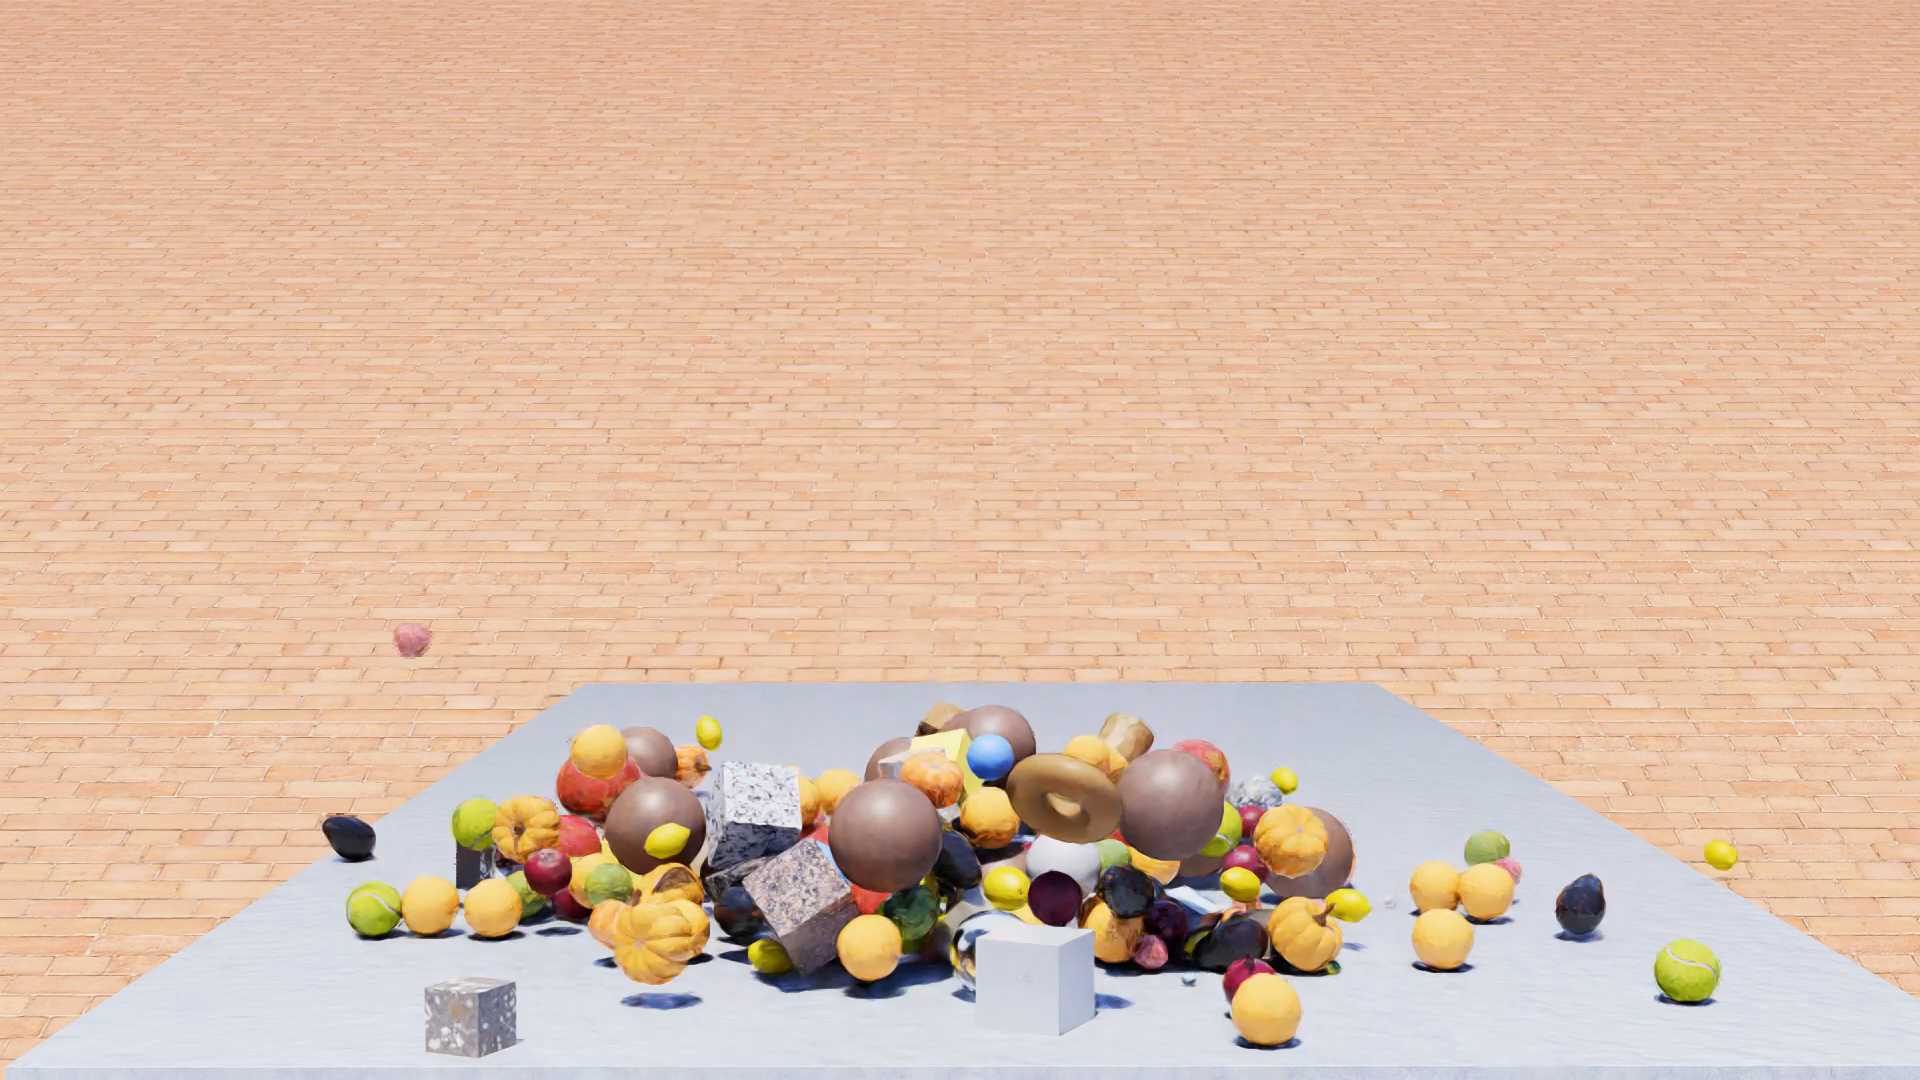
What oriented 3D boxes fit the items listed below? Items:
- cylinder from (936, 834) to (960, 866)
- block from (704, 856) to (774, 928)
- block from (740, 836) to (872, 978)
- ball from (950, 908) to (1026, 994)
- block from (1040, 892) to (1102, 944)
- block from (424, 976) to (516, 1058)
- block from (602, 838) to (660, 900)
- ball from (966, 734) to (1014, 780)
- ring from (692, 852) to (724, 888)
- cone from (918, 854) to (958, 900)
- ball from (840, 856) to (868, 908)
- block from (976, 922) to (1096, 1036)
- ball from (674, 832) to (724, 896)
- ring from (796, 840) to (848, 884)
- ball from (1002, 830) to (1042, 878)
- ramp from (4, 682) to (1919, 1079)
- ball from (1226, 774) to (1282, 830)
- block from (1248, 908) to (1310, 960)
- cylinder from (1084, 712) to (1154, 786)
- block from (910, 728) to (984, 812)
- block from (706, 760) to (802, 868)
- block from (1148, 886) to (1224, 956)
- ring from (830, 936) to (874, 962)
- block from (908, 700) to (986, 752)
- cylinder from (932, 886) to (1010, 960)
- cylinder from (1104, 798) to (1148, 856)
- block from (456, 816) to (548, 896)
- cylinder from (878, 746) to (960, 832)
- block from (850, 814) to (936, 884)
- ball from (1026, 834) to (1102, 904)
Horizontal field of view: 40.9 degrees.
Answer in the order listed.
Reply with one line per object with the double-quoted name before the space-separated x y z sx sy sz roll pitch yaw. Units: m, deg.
"cylinder" -0.038 0.446 3.676 0.053 0.053 0.053 -15 13 -31
"block" -0.261 0.431 3.152 0.064 0.064 0.064 -22 4 -37
"block" -0.174 0.416 2.922 0.094 0.094 0.094 -32 50 -11
"ball" 0.037 0.458 2.850 0.098 0.098 0.098 0 24 0
"block" 0.137 0.465 3.177 0.058 0.058 0.058 -1 2 -20
"block" -0.497 0.484 2.616 0.065 0.065 0.065 1 2 25
"block" -0.444 0.443 3.467 0.075 0.075 0.075 0 -2 -5
"ball" 0.041 0.298 3.537 0.065 0.065 0.065 0 24 0
"ring" -0.299 0.454 3.573 0.149 0.050 0.149 -3 2 0
"cone" -0.016 0.413 3.097 0.050 0.050 0.050 -32 -4 -3
"ball" -0.159 0.448 3.316 0.081 0.081 0.081 0 24 0
"block" 0.080 0.464 2.726 0.095 0.095 0.095 1 2 26
"ball" -0.343 0.436 3.470 0.084 0.084 0.084 0 24 0
"ring" -0.184 0.427 3.256 0.102 0.102 0.034 16 25 33
"ball" 0.090 0.434 3.633 0.084 0.084 0.084 0 24 0
"ramp" 0.054 0.491 4.542 2.000 0.100 4.000 0 2 0
"ball" 0.464 0.414 4.070 0.090 0.090 0.090 0 24 0
"block" 0.379 0.468 3.059 0.054 0.054 0.054 2 -4 -23
"cylinder" 0.259 0.339 4.177 0.084 0.084 0.084 15 55 30
"block" -0.022 0.337 3.719 0.083 0.083 0.083 -12 35 23
"block" -0.260 0.348 3.237 0.096 0.096 0.096 8 45 -17
"block" 0.272 0.459 3.105 0.057 0.057 0.057 28 16 28
"ring" -0.140 0.484 3.072 0.075 0.025 0.075 1 12 0
"block" -0.023 0.321 4.081 0.084 0.084 0.084 27 28 10
"cylinder" 0.015 0.453 3.005 0.069 0.069 0.069 28 22 -13
"cylinder" 0.235 0.423 3.791 0.063 0.063 0.063 -16 63 -33
"block" -0.630 0.435 3.544 0.090 0.090 0.090 -2 3 -42
"cylinder" -0.055 0.331 3.431 0.092 0.092 0.092 -12 2 0
"block" -0.093 0.433 3.616 0.084 0.084 0.084 -2 0 -41
"ball" 0.122 0.386 3.047 0.090 0.090 0.090 0 24 0
